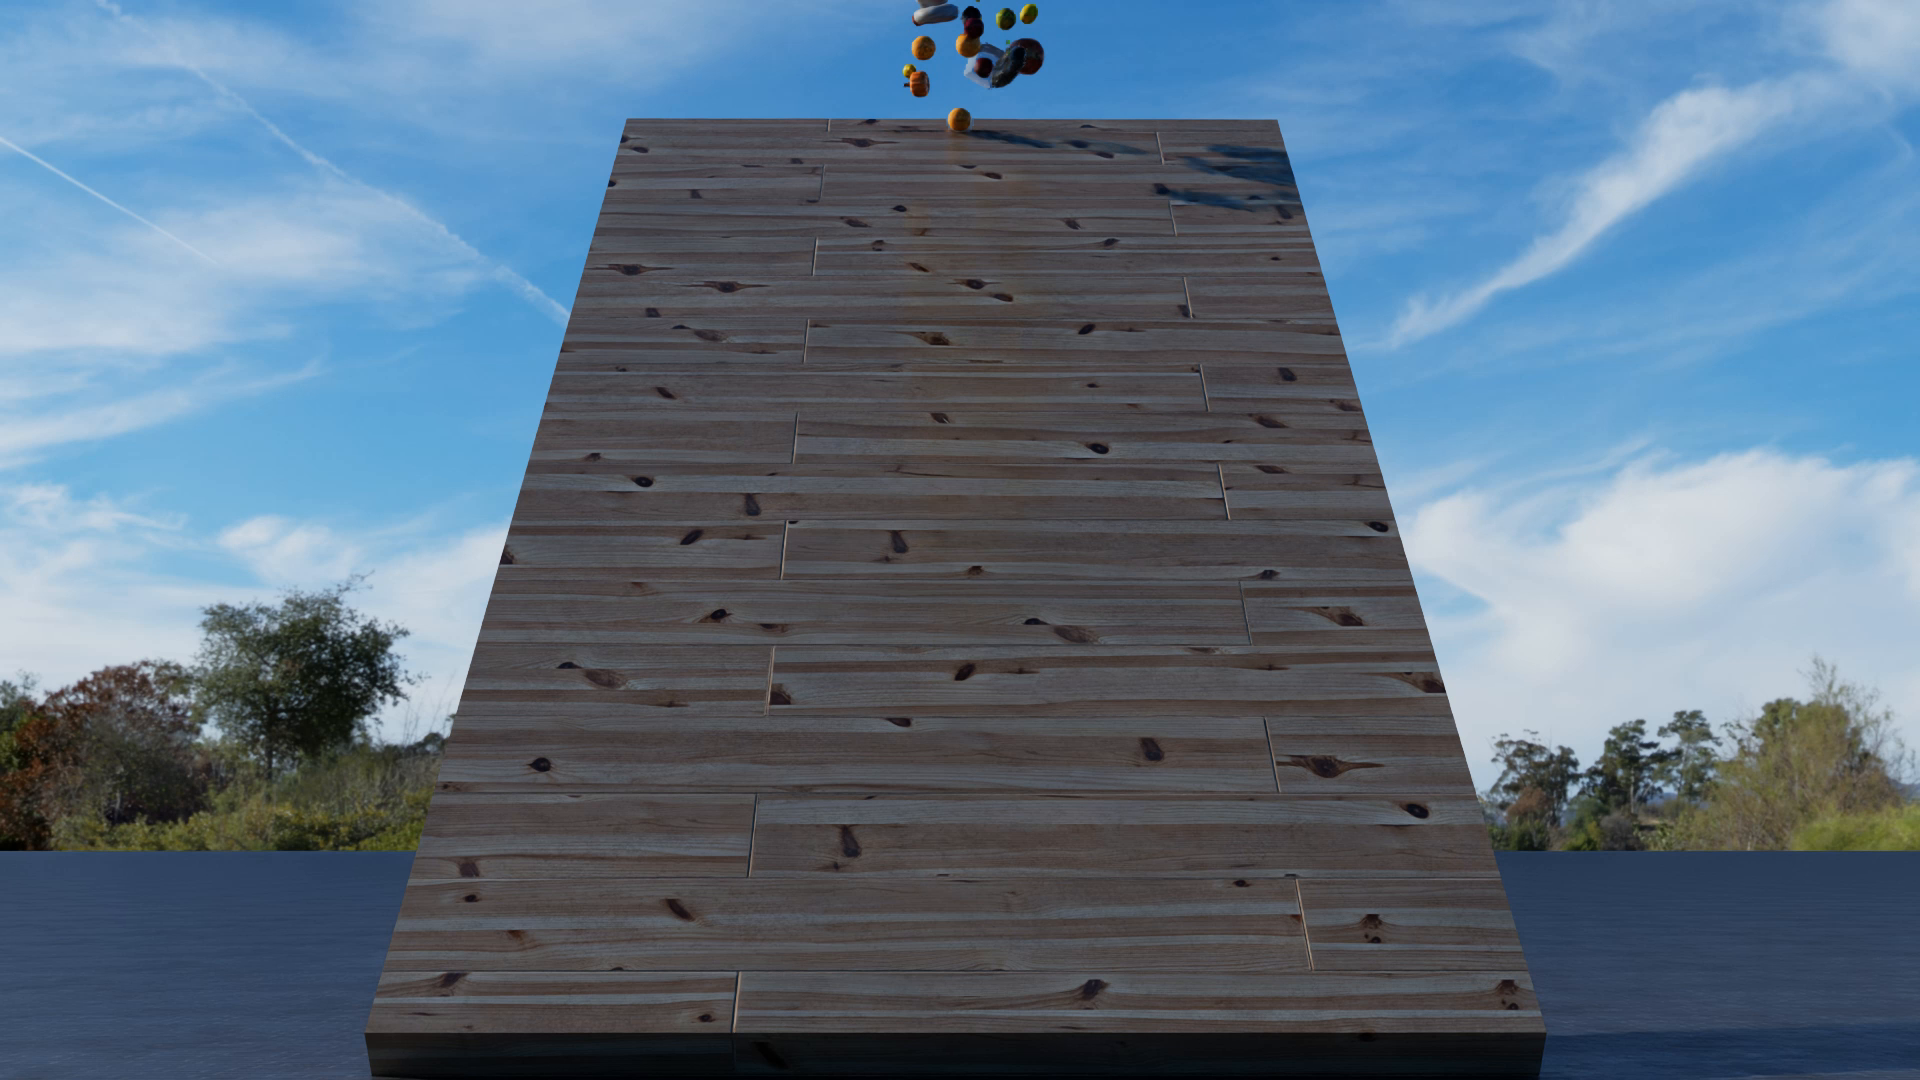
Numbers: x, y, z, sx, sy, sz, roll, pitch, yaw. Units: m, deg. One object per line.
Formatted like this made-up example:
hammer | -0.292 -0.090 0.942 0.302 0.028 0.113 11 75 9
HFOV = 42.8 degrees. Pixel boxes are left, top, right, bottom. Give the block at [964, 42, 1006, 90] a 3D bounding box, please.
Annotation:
block | 0.083 -1.427 7.366 0.093 0.093 0.093 32 34 15

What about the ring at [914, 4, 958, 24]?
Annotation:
ring | -0.068 -1.522 7.088 0.132 0.044 0.132 -8 9 1

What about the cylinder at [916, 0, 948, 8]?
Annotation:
cylinder | -0.095 -1.624 7.212 0.097 0.097 0.097 -5 -37 34

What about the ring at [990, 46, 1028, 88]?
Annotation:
ring | 0.141 -1.374 7.110 0.046 0.139 0.139 37 -22 -20

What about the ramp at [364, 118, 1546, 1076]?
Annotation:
ramp | -0.015 -0.188 5.860 2.000 0.100 4.000 0 32 0
